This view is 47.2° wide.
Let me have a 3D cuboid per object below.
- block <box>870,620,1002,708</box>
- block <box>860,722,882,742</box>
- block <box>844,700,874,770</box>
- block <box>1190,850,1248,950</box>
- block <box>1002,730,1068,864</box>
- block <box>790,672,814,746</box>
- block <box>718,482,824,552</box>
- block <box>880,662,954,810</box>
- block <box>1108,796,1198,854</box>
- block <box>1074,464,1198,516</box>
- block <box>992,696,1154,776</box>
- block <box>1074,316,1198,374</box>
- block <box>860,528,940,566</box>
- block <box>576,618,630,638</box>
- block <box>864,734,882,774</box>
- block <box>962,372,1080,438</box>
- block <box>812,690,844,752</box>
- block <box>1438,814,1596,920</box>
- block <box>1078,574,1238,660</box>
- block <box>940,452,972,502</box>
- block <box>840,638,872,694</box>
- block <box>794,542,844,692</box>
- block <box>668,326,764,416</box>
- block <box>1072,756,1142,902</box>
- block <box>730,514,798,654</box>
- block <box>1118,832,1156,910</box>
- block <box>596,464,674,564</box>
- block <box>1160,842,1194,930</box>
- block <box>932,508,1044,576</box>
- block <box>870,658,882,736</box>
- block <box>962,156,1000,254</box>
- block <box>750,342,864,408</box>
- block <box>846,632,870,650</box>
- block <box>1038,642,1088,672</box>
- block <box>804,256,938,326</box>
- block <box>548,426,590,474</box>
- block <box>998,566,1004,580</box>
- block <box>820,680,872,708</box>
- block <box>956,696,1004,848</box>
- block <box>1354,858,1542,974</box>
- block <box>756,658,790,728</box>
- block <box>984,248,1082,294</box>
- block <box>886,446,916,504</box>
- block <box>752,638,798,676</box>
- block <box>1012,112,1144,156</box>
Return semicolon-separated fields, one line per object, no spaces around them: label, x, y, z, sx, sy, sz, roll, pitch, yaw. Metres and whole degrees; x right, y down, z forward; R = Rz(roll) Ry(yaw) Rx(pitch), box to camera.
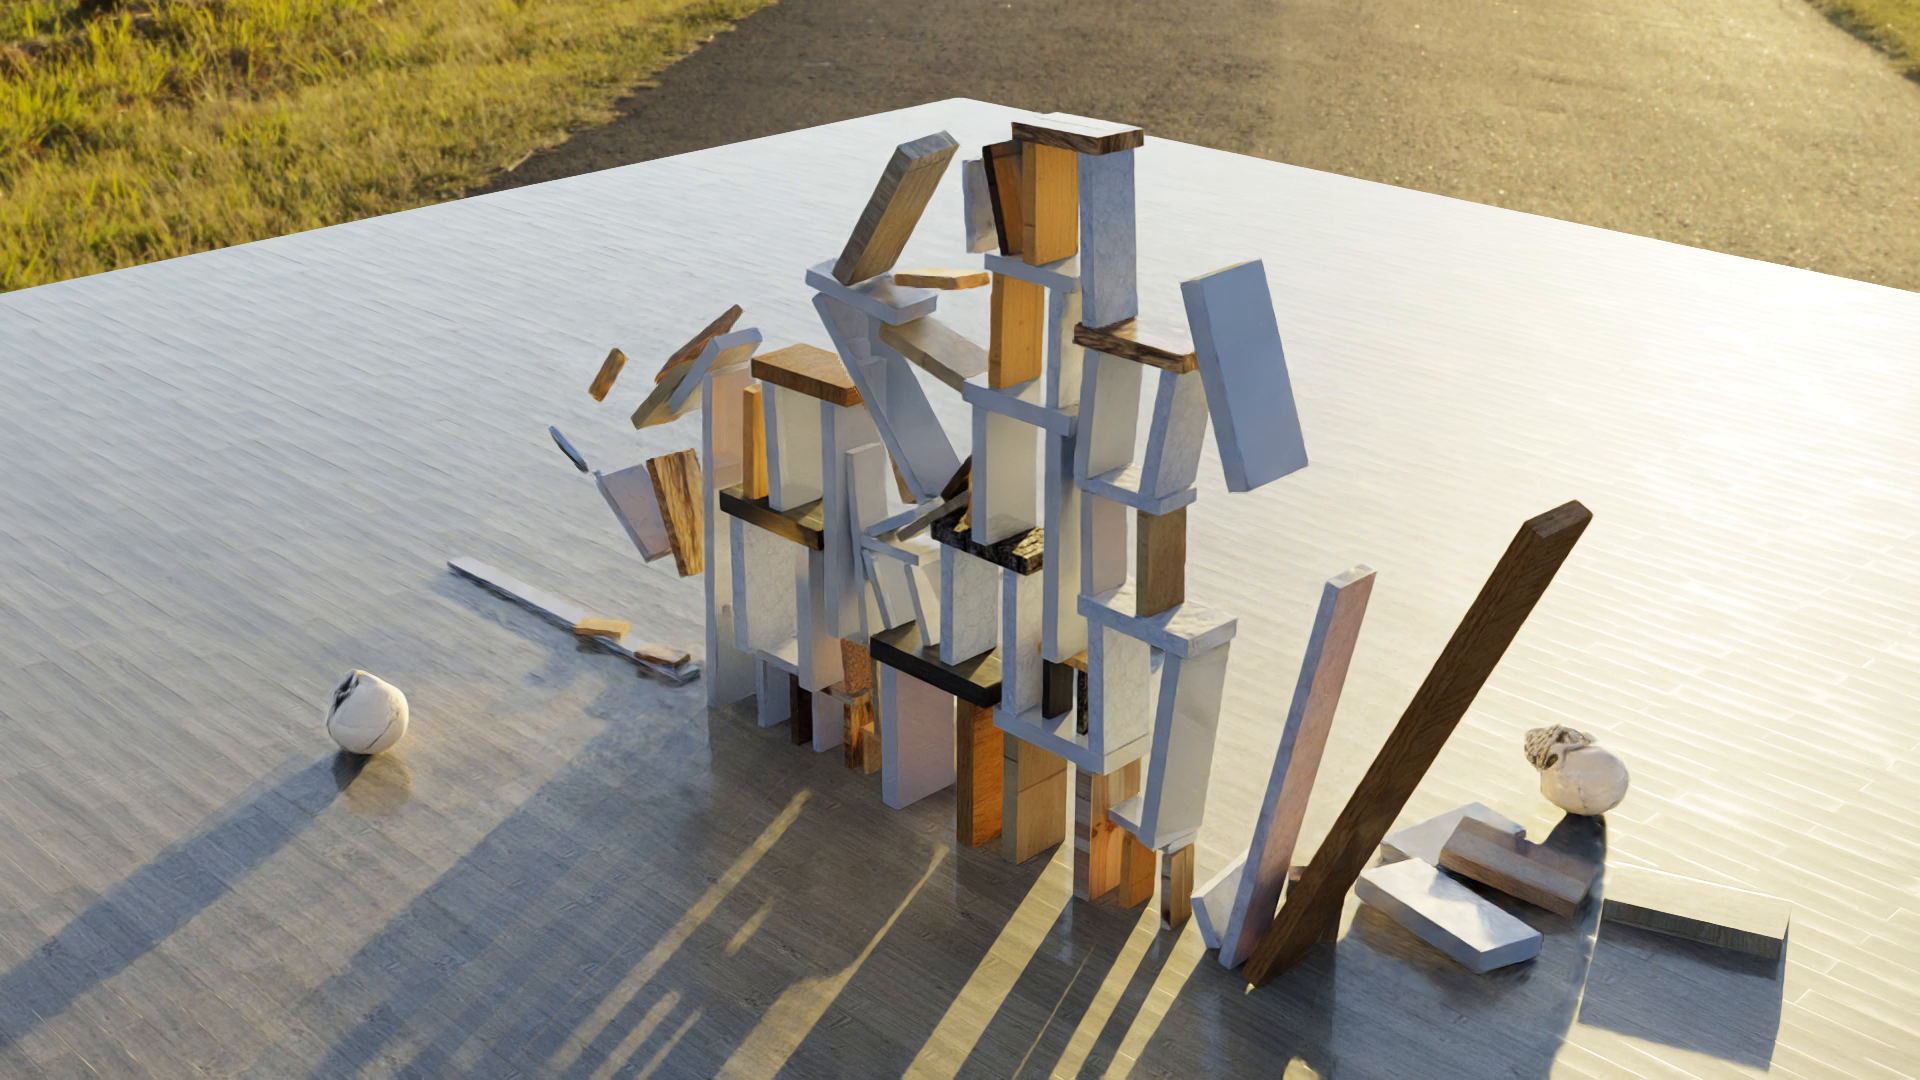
block;-0.010;0.234;4.330;0.320;0.045;0.160;21;31;41
block;-0.158;0.401;4.563;0.046;0.013;0.092;-21;31;-41
block;-0.208;0.400;4.626;0.076;0.151;0.021;-21;31;-41
block;0.504;0.663;4.064;0.029;0.102;0.204;-12;10;41
block;0.146;0.477;4.275;0.141;0.282;0.040;-21;31;-41
block;-0.325;0.350;4.722;0.024;0.166;0.083;21;31;41
block;-0.340;-0.061;4.565;0.311;0.044;0.156;21;31;41
block;-0.085;0.373;4.471;0.045;0.320;0.160;21;31;41
block;0.358;0.528;4.082;0.077;0.022;0.154;-20;33;-38
block;0.307;-0.094;3.847;0.099;0.028;0.197;-21;31;-41
block;0.212;0.355;4.150;0.282;0.040;0.141;21;31;40
block;0.321;-0.336;3.722;0.239;0.034;0.119;21;31;40
block;-0.109;0.010;4.354;0.167;0.024;0.083;19;29;41
block;-0.846;0.208;5.209;0.115;0.016;0.058;6;23;12
block;-0.180;0.441;4.604;0.013;0.092;0.046;21;31;40
block;0.145;-0.252;3.949;0.135;0.038;0.269;-21;31;-40
block;-0.279;0.372;4.691;0.021;0.151;0.076;21;31;41
block;1.061;0.621;4.188;0.265;0.038;0.133;21;33;23
block;0.348;0.134;3.899;0.131;0.037;0.262;-20;30;-39
block;0.023;-0.129;4.158;0.070;0.140;0.020;-20;66;-45
block;-0.215;0.251;4.568;0.061;0.122;0.017;-21;23;-41
block;-0.266;0.139;4.570;0.044;0.329;0.156;21;31;41
block;-0.518;-0.356;4.647;0.119;0.238;0.034;-20;71;-42
block;0.278;0.529;4.153;0.040;0.282;0.141;21;31;41
block;-0.413;0.074;4.702;0.044;0.311;0.156;21;31;41
block;0.335;0.610;4.126;0.077;0.154;0.022;-21;33;-41
block;-0.711;-0.061;4.947;0.113;0.032;0.226;-22;68;-37
block;0.402;0.636;4.064;0.022;0.154;0.077;16;28;35
block;0.078;-0.002;4.141;0.125;0.035;0.250;-21;31;-40
block;-0.152;0.307;4.525;0.017;0.190;0.061;18;29;41
block;0.047;-0.600;3.923;0.083;0.167;0.024;-18;23;-36
block;-0.273;-0.331;4.385;0.275;0.039;0.138;20;30;39
block;-0.192;0.195;4.520;0.122;0.017;0.061;21;31;40
block;0.215;0.210;4.082;0.066;0.019;0.131;-21;31;-40
block;-0.171;-0.479;4.204;0.234;0.033;0.117;28;35;30
block;-0.898;-0.207;5.046;0.017;0.059;0.119;-39;63;-12
block;0.034;0.085;5.536;0.142;0.020;0.071;-6;24;-14
block;-0.244;0.306;4.625;0.076;0.021;0.151;-21;31;-41
block;0.066;0.432;4.332;0.045;0.320;0.160;21;31;41
block;0.896;0.689;4.054;0.158;0.045;0.317;-7;23;-34
block;-0.403;0.320;4.794;0.024;0.167;0.083;21;31;41
block;0.154;-0.477;3.843;0.107;0.030;0.213;-21;31;-40
block;-0.097;-0.151;4.257;0.081;0.161;0.023;-7;-12;-46
block;-0.363;0.247;4.722;0.167;0.024;0.083;21;31;40
block;0.197;-0.684;3.702;0.106;0.030;0.212;-18;27;-36
